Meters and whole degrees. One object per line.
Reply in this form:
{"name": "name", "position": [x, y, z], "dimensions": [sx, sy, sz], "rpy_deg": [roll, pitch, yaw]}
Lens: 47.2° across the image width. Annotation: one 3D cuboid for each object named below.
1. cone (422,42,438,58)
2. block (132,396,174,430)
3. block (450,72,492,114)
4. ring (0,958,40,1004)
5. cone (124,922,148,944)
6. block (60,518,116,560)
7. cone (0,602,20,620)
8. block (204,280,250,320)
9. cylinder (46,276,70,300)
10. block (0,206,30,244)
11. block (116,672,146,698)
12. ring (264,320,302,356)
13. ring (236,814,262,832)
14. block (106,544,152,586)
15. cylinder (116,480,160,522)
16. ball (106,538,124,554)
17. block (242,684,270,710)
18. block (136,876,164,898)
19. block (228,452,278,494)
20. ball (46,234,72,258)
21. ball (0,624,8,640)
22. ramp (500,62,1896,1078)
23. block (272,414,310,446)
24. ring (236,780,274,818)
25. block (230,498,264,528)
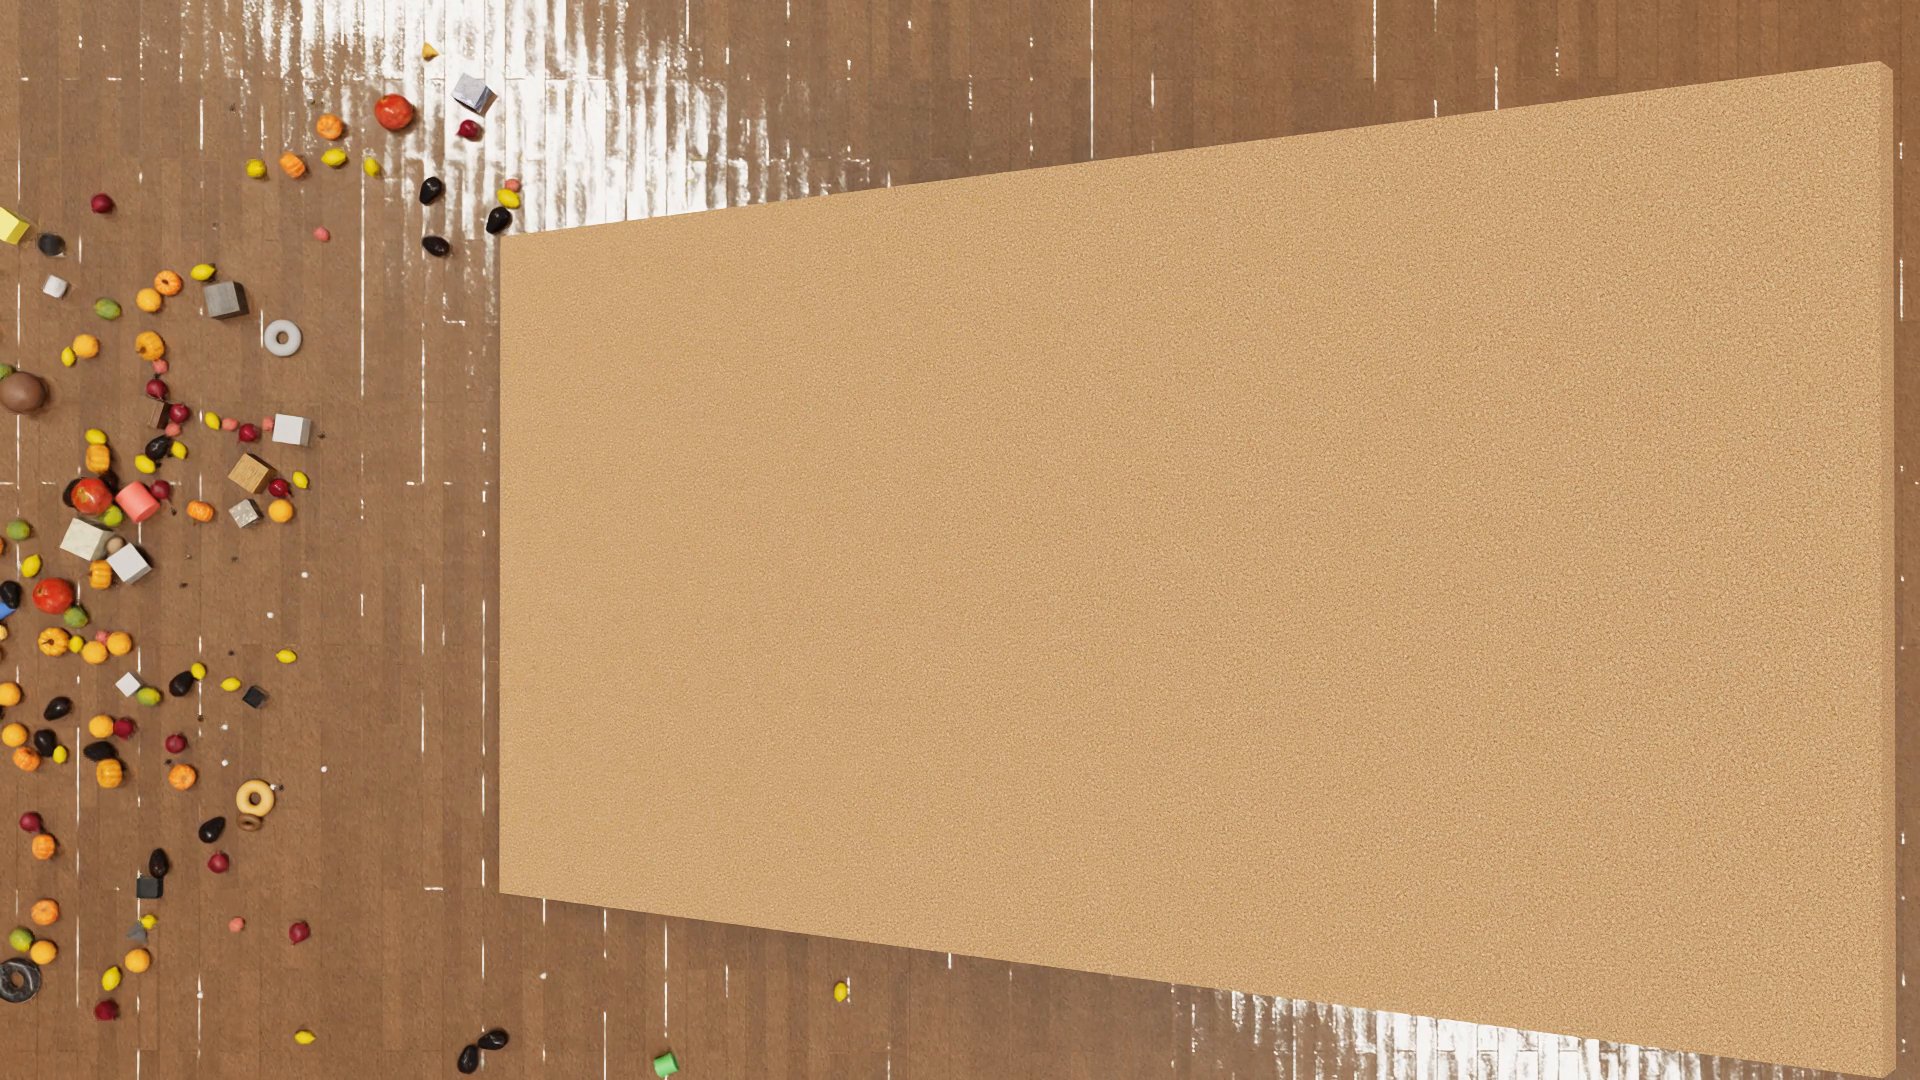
{"name": "cone", "position": [-1.628, -1.505, 6.785], "dimensions": [0.050, 0.050, 0.050], "rpy_deg": [11, 90, -27]}
{"name": "block", "position": [-2.477, -0.392, 6.748], "dimensions": [0.080, 0.080, 0.080], "rpy_deg": [19, 90, 0]}
{"name": "block", "position": [-1.501, -1.373, 6.754], "dimensions": [0.082, 0.082, 0.082], "rpy_deg": [30, 90, 0]}
{"name": "ring", "position": [-2.896, 1.352, 6.752], "dimensions": [0.141, 0.047, 0.141], "rpy_deg": [0, 88, 0]}
{"name": "cone", "position": [-2.521, 1.222, 6.761], "dimensions": [0.067, 0.067, 0.067], "rpy_deg": [-38, 123, 0]}
{"name": "block", "position": [-2.670, -0.002, 6.735], "dimensions": [0.099, 0.099, 0.099], "rpy_deg": [24, 90, 0]}
{"name": "cone", "position": [-2.940, 0.214, 6.763], "dimensions": [0.090, 0.090, 0.090], "rpy_deg": [-12, 90, -27]}
{"name": "block", "position": [-2.250, -0.734, 6.744], "dimensions": [0.093, 0.093, 0.093], "rpy_deg": [-13, 90, 0]}
{"name": "cylinder", "position": [-2.772, -0.774, 6.763], "dimensions": [0.055, 0.055, 0.055], "rpy_deg": [24, 90, 0]}
{"name": "block", "position": [-2.926, -0.966, 6.754], "dimensions": [0.077, 0.077, 0.077], "rpy_deg": [36, 90, 0]}
{"name": "block", "position": [-2.546, 0.443, 6.754], "dimensions": [0.055, 0.055, 0.055], "rpy_deg": [-42, 90, 0]}
{"name": "ring", "position": [-2.086, -0.622, 6.771], "dimensions": [0.115, 0.038, 0.115], "rpy_deg": [0, 90, -1]}
{"name": "ring", "position": [-2.183, 0.867, 6.750], "dimensions": [0.075, 0.025, 0.075], "rpy_deg": [0, 134, 0]}
{"name": "block", "position": [-2.543, 0.075, 6.732], "dimensions": [0.086, 0.086, 0.086], "rpy_deg": [-39, 90, -14]}
{"name": "cylinder", "position": [-2.520, -0.117, 6.740], "dimensions": [0.092, 0.092, 0.092], "rpy_deg": [-41, 90, 0]}
{"name": "ball", "position": [-2.595, 0.020, 6.757], "dimensions": [0.056, 0.056, 0.056], "rpy_deg": [0, 90, 0]}
{"name": "block", "position": [-2.162, 0.482, 6.755], "dimensions": [0.052, 0.052, 0.052], "rpy_deg": [35, 90, 0]}
{"name": "block", "position": [-2.485, 1.065, 6.747], "dimensions": [0.060, 0.060, 0.060], "rpy_deg": [2, 90, 0]}
{"name": "block", "position": [-2.167, -0.203, 6.742], "dimensions": [0.090, 0.090, 0.090], "rpy_deg": [34, 90, 0]}
{"name": "ball", "position": [-2.767, -0.903, 6.754], "dimensions": [0.075, 0.075, 0.075], "rpy_deg": [0, 90, 0]}
{"name": "ball", "position": [-2.951, 0.281, 6.757], "dimensions": [0.051, 0.051, 0.051], "rpy_deg": [0, 90, 0]}
{"name": "ramp", "position": [0.235, 0.066, 5.555], "dimensions": [4.000, 0.100, 2.000], "rpy_deg": [0, 89, 37]}
{"name": "block", "position": [-2.050, -0.337, 6.746], "dimensions": [0.083, 0.083, 0.083], "rpy_deg": [8, 90, 0]}
{"name": "ring", "position": [-2.167, 0.795, 6.760], "dimensions": [0.117, 0.039, 0.117], "rpy_deg": [0, 89, 1]}
{"name": "block", "position": [-2.190, -0.081, 6.753], "dimensions": [0.065, 0.065, 0.065], "rpy_deg": [-32, 90, 0]}
